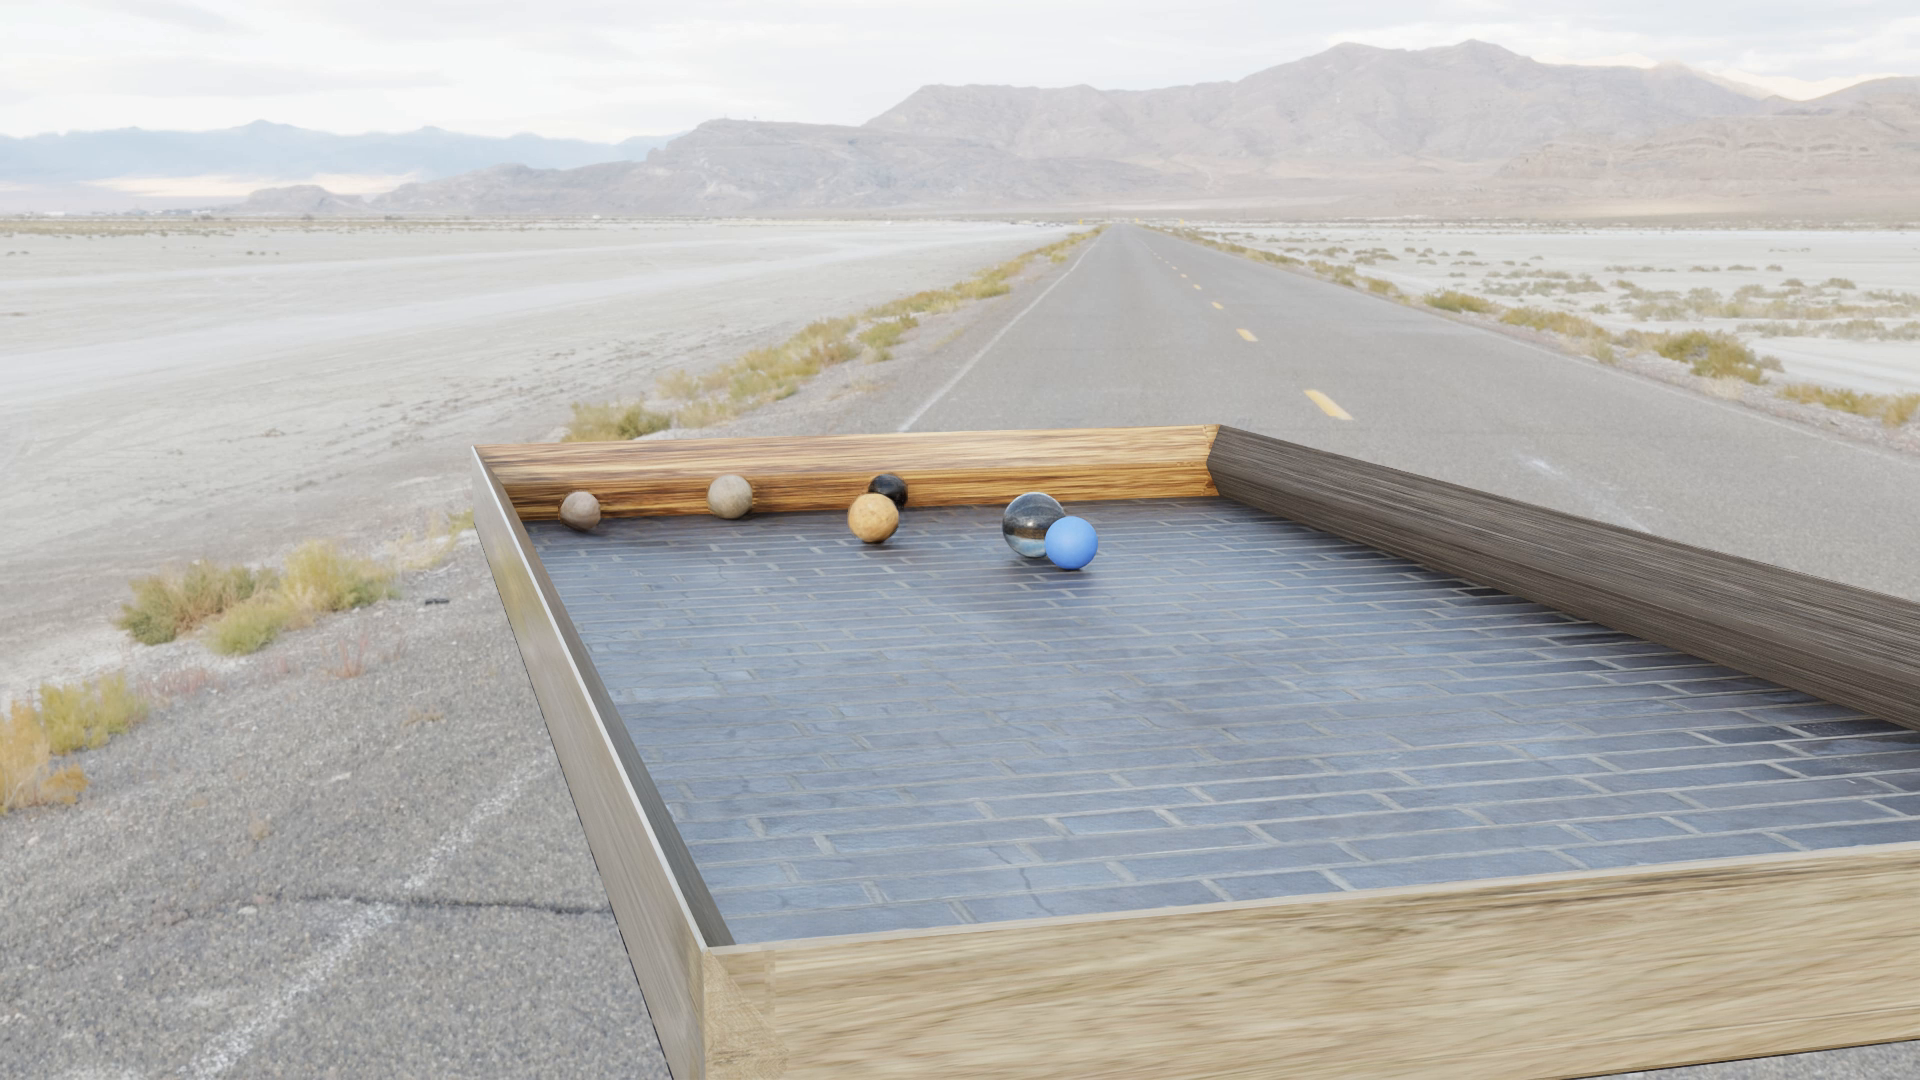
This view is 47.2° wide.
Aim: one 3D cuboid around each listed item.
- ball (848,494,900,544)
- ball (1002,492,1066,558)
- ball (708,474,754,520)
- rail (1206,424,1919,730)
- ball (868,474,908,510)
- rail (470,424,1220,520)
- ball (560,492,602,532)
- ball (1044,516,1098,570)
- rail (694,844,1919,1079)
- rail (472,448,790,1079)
[{"bbox_3d":[-0.134,-0.034,3.436,0.079,0.079,0.079,0,9,0],"label":"ball"},{"bbox_3d":[0.112,-0.022,3.294,0.098,0.098,0.098,0,9,0],"label":"ball"},{"bbox_3d":[-0.386,-0.073,3.697,0.076,0.076,0.076,0,9,0],"label":"ball"},{"bbox_3d":[0.789,0.043,2.758,0.045,0.128,2.591,-2,9,-15],"label":"rail"},{"bbox_3d":[-0.125,-0.081,3.774,0.069,0.069,0.069,0,9,0],"label":"ball"},{"bbox_3d":[-0.162,-0.117,3.807,1.332,0.128,0.045,-2,9,-15],"label":"rail"},{"bbox_3d":[-0.613,-0.045,3.552,0.066,0.066,0.066,0,9,0],"label":"ball"},{"bbox_3d":[0.161,0.004,3.187,0.078,0.078,0.078,0,9,0],"label":"ball"},{"bbox_3d":[0.500,0.253,1.379,1.332,0.128,0.045,-2,9,-15],"label":"rail"},{"bbox_3d":[-0.452,0.094,2.427,0.045,0.128,2.591,-2,9,-15],"label":"rail"}]
